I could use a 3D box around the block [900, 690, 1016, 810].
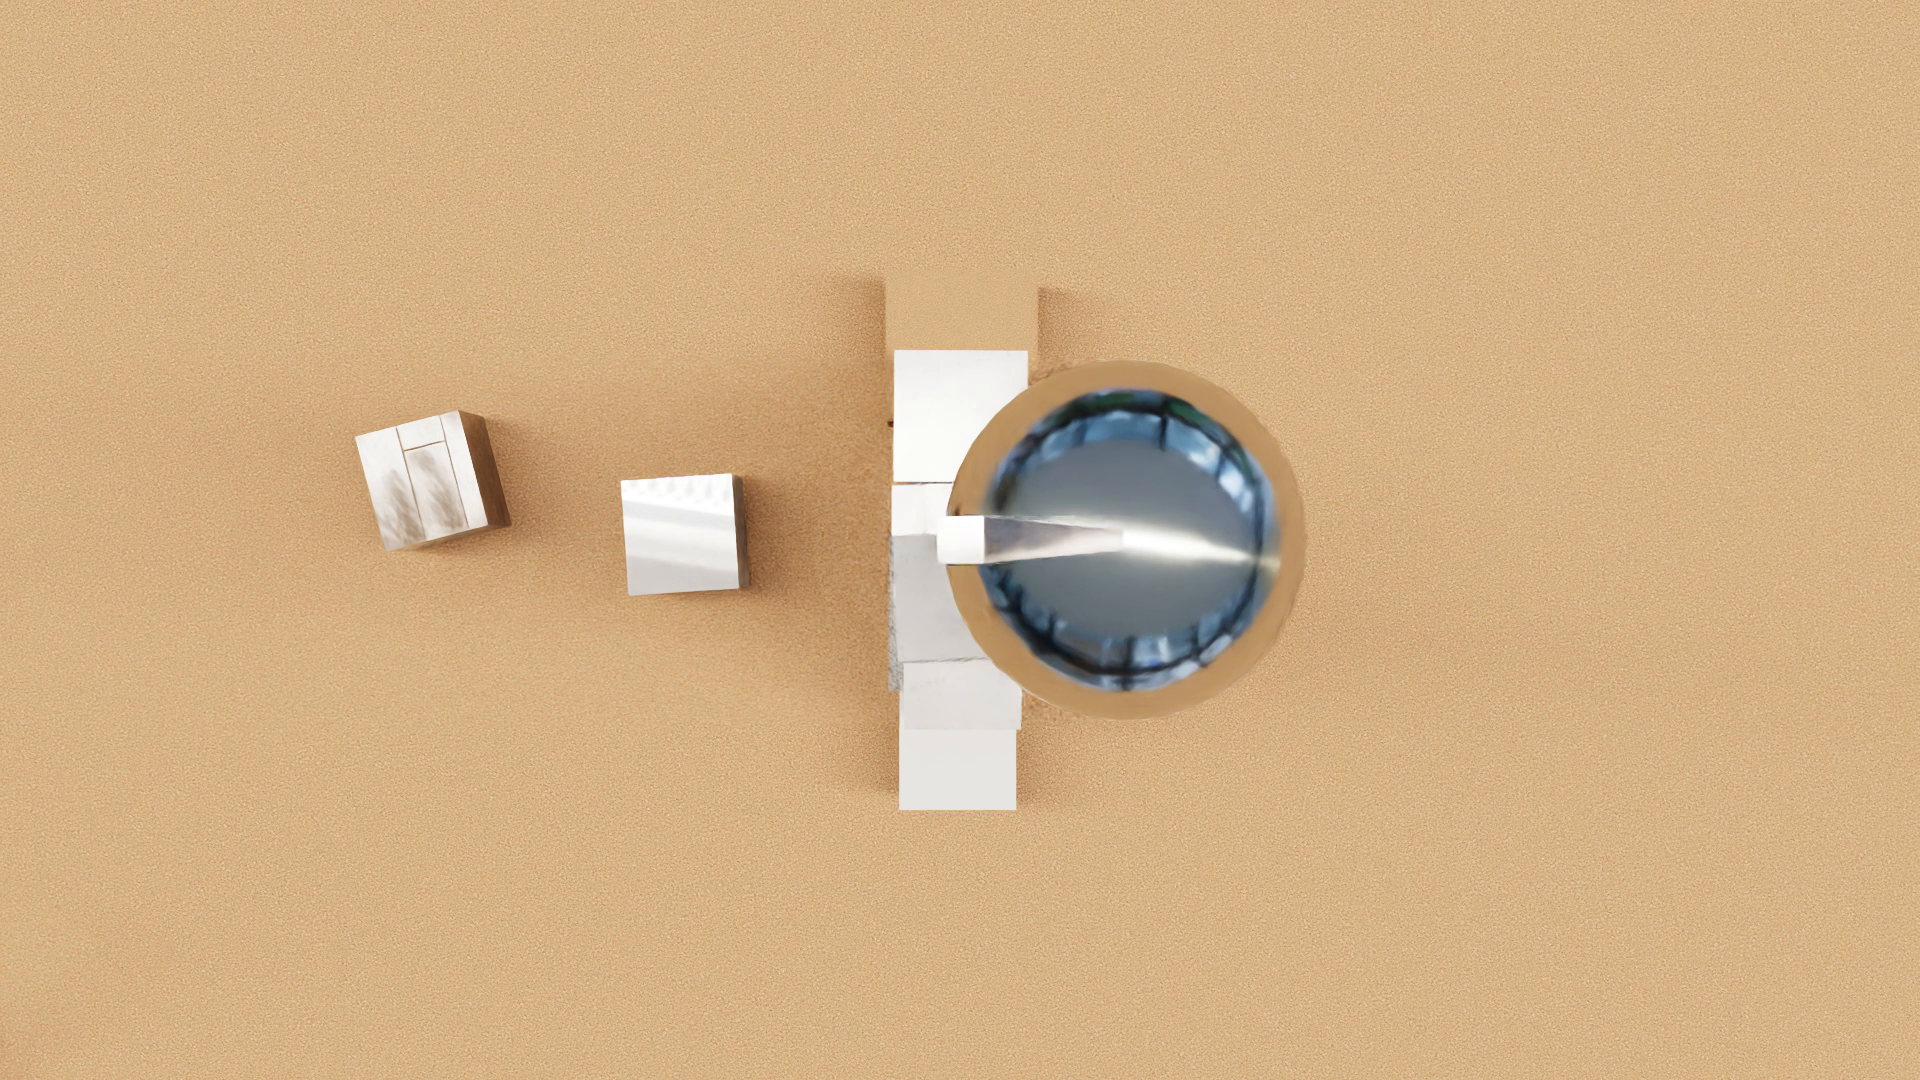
[{"bbox_3d":[-0.013,1.176,12.653,0.653,0.695,0.668,0,90,0],"label":"block"}]

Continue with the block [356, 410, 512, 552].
[{"bbox_3d":[-3.021,-0.332,12.670,0.597,0.660,0.667,-15,90,0],"label":"block"}]

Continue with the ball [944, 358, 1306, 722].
[{"bbox_3d":[0.725,0.000,9.739,1.600,1.600,1.600,0,90,0],"label":"ball"}]

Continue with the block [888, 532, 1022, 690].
[{"bbox_3d":[0.018,0.396,12.579,0.823,0.841,0.871,0,90,0],"label":"block"}]

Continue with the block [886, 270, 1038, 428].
[{"bbox_3d":[0.010,-1.087,12.630,0.847,0.740,0.847,0,90,0],"label":"block"}]

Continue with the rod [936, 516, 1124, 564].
[{"bbox_3d":[0.314,0.000,6.364,0.080,5.200,0.080,0,90,7],"label":"rod"}]

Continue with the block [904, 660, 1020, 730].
[{"bbox_3d":[0.012,0.688,11.807,0.608,0.703,0.599,0,90,0],"label":"block"}]

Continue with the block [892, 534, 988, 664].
[{"bbox_3d":[-0.015,0.297,11.177,0.613,0.568,0.624,-2,85,0],"label":"block"}]

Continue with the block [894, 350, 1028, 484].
[{"bbox_3d":[0.003,-0.653,11.879,0.695,0.762,0.687,0,91,0],"label":"block"}]

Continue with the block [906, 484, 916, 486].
[{"bbox_3d":[-0.001,-0.351,12.706,0.613,0.588,0.605,0,90,0],"label":"block"}]

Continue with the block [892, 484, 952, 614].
[{"bbox_3d":[-0.031,0.044,11.823,0.638,0.672,0.674,-2,90,0],"label":"block"}]

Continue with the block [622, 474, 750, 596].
[{"bbox_3d":[-1.575,-0.030,12.684,0.622,0.632,0.646,-4,90,0],"label":"block"}]
